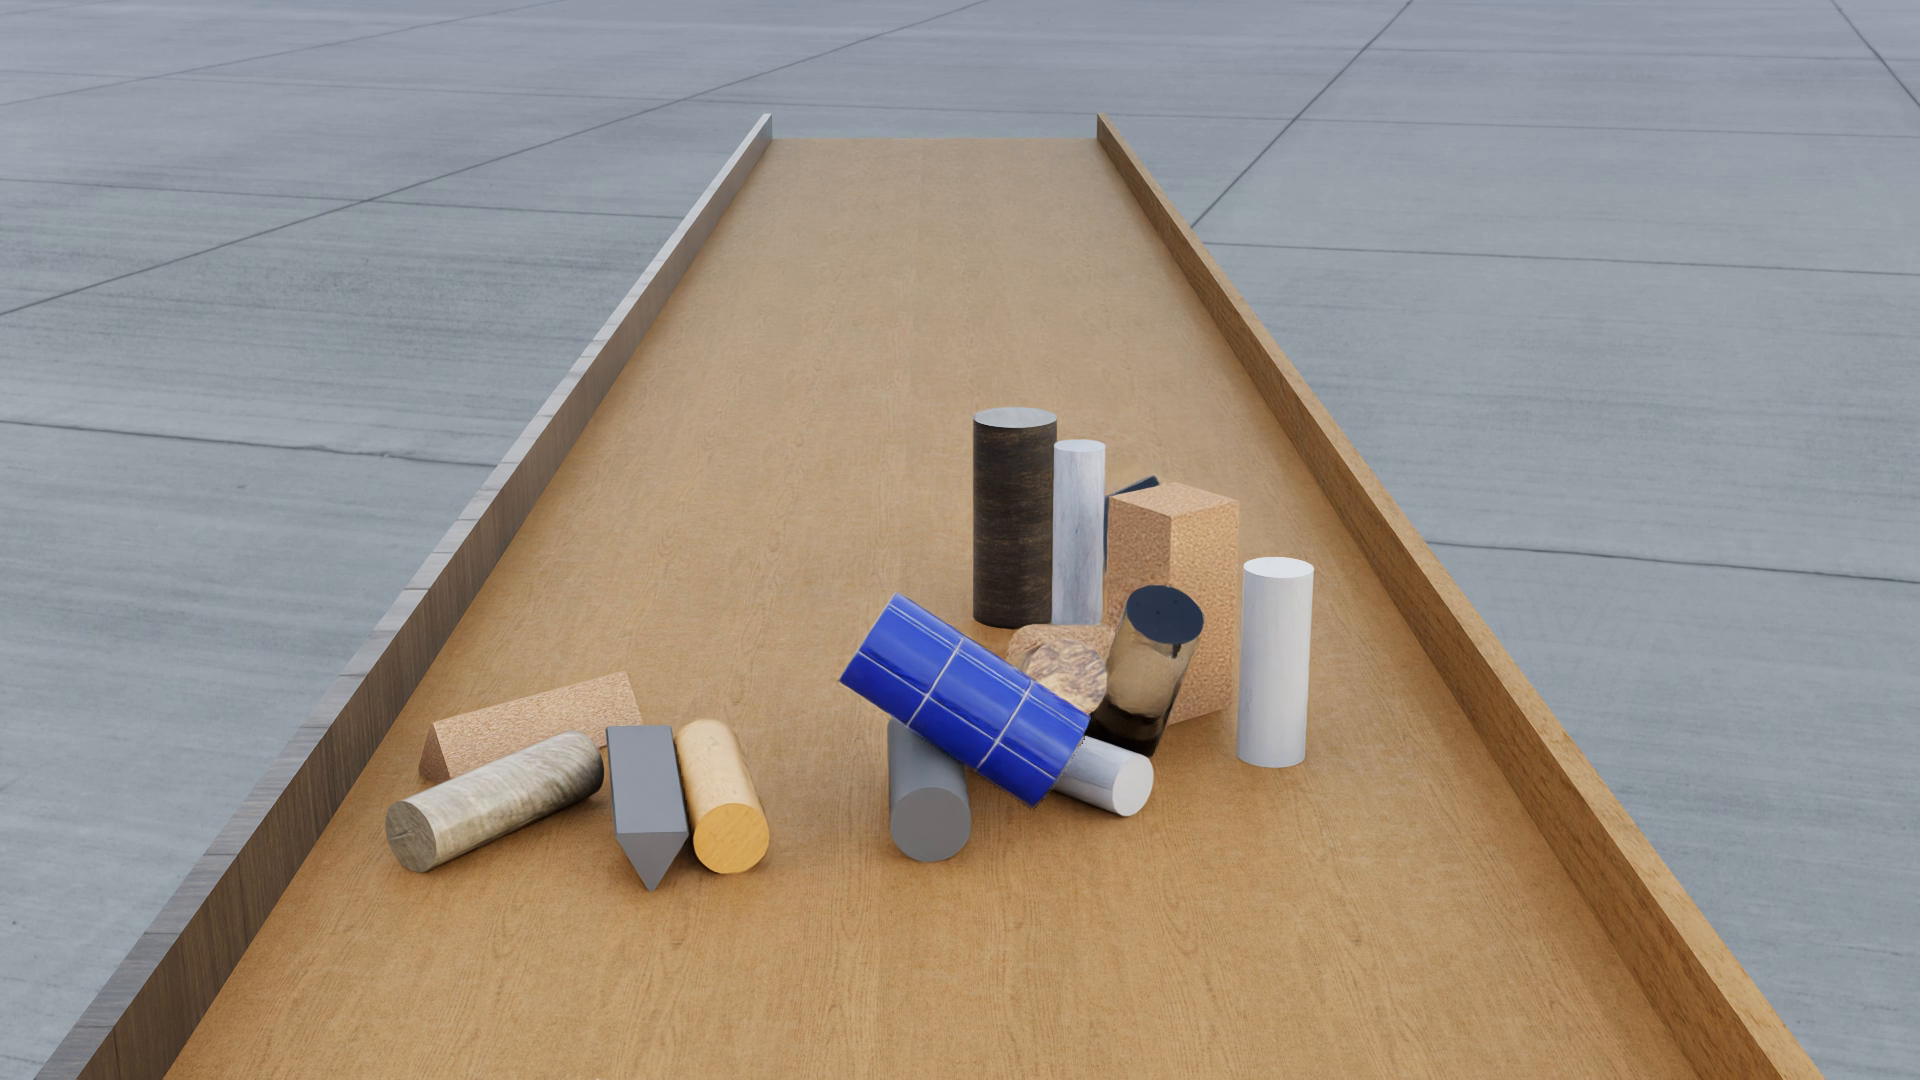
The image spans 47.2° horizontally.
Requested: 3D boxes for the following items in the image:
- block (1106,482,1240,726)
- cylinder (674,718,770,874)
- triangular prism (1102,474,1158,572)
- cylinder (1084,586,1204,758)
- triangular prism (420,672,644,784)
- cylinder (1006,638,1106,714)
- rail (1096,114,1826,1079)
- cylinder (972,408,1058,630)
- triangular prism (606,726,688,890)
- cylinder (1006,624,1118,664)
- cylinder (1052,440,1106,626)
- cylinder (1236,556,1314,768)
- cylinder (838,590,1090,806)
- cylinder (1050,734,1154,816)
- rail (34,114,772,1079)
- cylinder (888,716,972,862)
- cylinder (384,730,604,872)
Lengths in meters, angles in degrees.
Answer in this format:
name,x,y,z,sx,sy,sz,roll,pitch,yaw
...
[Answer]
name,x,y,z,sx,sy,sz,roll,pitch,yaw
block,0.395,0.117,4.125,0.171,0.404,0.171,-12,21,-36
cylinder,-0.398,0.416,3.618,0.120,0.120,0.372,-4,17,-12
triangular prism,0.294,-0.019,4.911,0.390,0.126,0.146,-25,27,-28
cylinder,0.315,0.238,3.816,0.135,0.324,0.135,8,45,-8
triangular prism,-0.761,0.329,3.923,0.394,0.107,0.124,-14,22,-40
cylinder,0.156,0.258,3.914,0.142,0.142,0.308,-3,-7,-10
rail,0.932,-0.844,7.801,0.050,0.150,12.000,0,17,-1
cylinder,0.115,-0.047,4.618,0.175,0.434,0.175,0,17,0
triangular prism,-0.529,0.410,3.593,0.096,0.111,0.456,30,9,-18
cylinder,0.246,0.222,4.105,0.127,0.127,0.357,-12,6,-36
cylinder,0.233,0.029,4.350,0.100,0.445,0.100,0,17,0
cylinder,0.556,0.216,3.885,0.122,0.351,0.122,0,17,0
cylinder,0.007,0.261,3.622,0.381,0.177,0.177,33,19,0
cylinder,0.164,0.374,3.781,0.349,0.106,0.106,16,23,42
rail,-1.118,-0.838,7.780,0.050,0.150,12.000,0,17,-1
cylinder,-0.055,0.394,3.674,0.129,0.129,0.399,-1,17,-2
cylinder,-0.756,0.423,3.598,0.118,0.118,0.372,11,20,33
